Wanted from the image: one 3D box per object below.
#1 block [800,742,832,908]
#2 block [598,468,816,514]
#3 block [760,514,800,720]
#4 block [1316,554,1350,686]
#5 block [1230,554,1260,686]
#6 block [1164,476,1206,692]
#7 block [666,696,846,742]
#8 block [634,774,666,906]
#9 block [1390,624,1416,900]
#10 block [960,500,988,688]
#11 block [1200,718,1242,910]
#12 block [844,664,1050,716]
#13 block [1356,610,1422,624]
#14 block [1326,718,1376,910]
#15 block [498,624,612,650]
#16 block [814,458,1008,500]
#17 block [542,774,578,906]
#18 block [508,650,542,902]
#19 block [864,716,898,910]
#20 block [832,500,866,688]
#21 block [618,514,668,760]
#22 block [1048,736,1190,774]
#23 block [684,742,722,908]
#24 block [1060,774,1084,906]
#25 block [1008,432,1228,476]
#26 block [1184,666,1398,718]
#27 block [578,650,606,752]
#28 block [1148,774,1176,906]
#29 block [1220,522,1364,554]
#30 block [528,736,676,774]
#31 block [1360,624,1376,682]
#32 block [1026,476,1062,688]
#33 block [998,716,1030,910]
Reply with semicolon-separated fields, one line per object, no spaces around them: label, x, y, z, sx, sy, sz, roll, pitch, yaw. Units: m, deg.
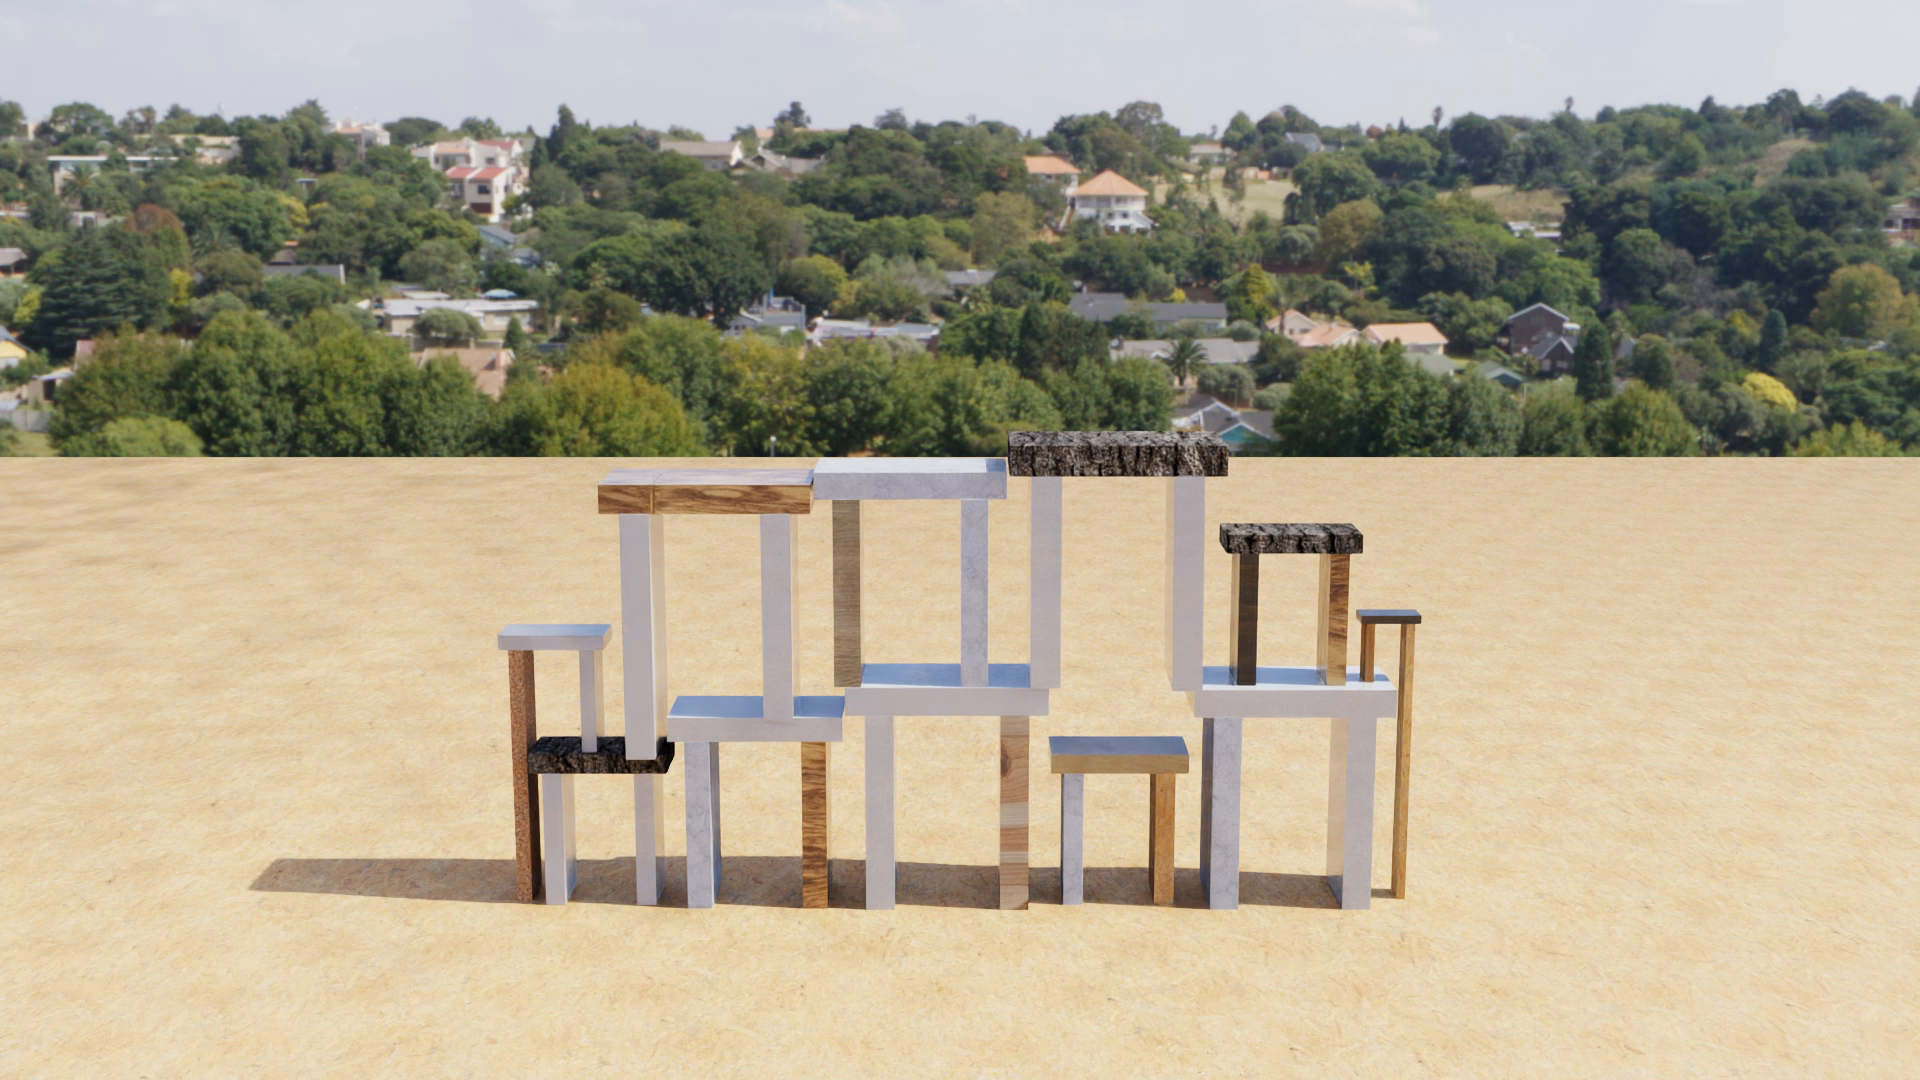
block;-0.237;0.451;3.641;0.040;0.283;0.141;0;11;0
block;-0.403;-0.079;3.546;0.334;0.047;0.167;0;11;0
block;-0.292;0.109;3.580;0.047;0.334;0.167;0;11;0
block;0.608;0.119;3.584;0.031;0.217;0.108;0;11;0
block;0.463;0.119;3.586;0.031;0.217;0.108;0;11;0
block;0.364;0.055;3.572;0.049;0.347;0.171;0;11;1
block;-0.331;0.293;3.612;0.283;0.040;0.141;0;11;0
block;-0.514;0.480;3.648;0.032;0.224;0.112;0;11;0
block;0.730;0.361;3.623;0.014;0.467;0.049;0;11;0
block;0.023;0.072;3.573;0.043;0.305;0.153;0;11;0
block;0.431;0.430;3.643;0.046;0.324;0.162;0;11;0
block;-0.021;0.245;3.608;0.328;0.046;0.164;0;11;0
block;0.697;0.125;3.579;0.097;0.014;0.049;0;11;0
block;0.647;0.430;3.643;0.046;0.324;0.162;0;11;0
block;-0.661;0.158;3.590;0.171;0.024;0.085;0;11;0
block;-0.079;-0.099;3.542;0.305;0.043;0.153;0;11;0
block;-0.664;0.480;3.648;0.032;0.224;0.112;0;11;0
block;-0.717;0.380;3.631;0.024;0.427;0.086;0;11;0
block;-0.130;0.428;3.642;0.046;0.328;0.164;0;11;0
block;-0.180;0.072;3.573;0.043;0.305;0.153;0;11;0
block;-0.514;0.141;3.586;0.047;0.401;0.167;0;11;0
block;0.260;0.354;3.625;0.224;0.032;0.112;0;11;0
block;-0.425;0.451;3.641;0.040;0.283;0.141;0;11;0
block;0.185;0.480;3.649;0.032;0.224;0.112;0;11;0
block;0.250;-0.139;3.536;0.343;0.049;0.171;0;11;0
block;0.539;0.248;3.609;0.324;0.046;0.162;0;11;0
block;-0.603;0.254;3.607;0.024;0.171;0.086;0;11;0
block;0.335;0.480;3.649;0.032;0.224;0.112;0;11;0
block;0.535;-0.003;3.563;0.217;0.031;0.108;0;11;0
block;-0.589;0.354;3.625;0.224;0.032;0.112;0;11;0
block;0.665;0.179;3.589;0.014;0.097;0.049;0;11;0
block;0.136;0.053;3.571;0.049;0.343;0.171;0;11;0
block;0.088;0.428;3.642;0.046;0.328;0.164;0;11;0
